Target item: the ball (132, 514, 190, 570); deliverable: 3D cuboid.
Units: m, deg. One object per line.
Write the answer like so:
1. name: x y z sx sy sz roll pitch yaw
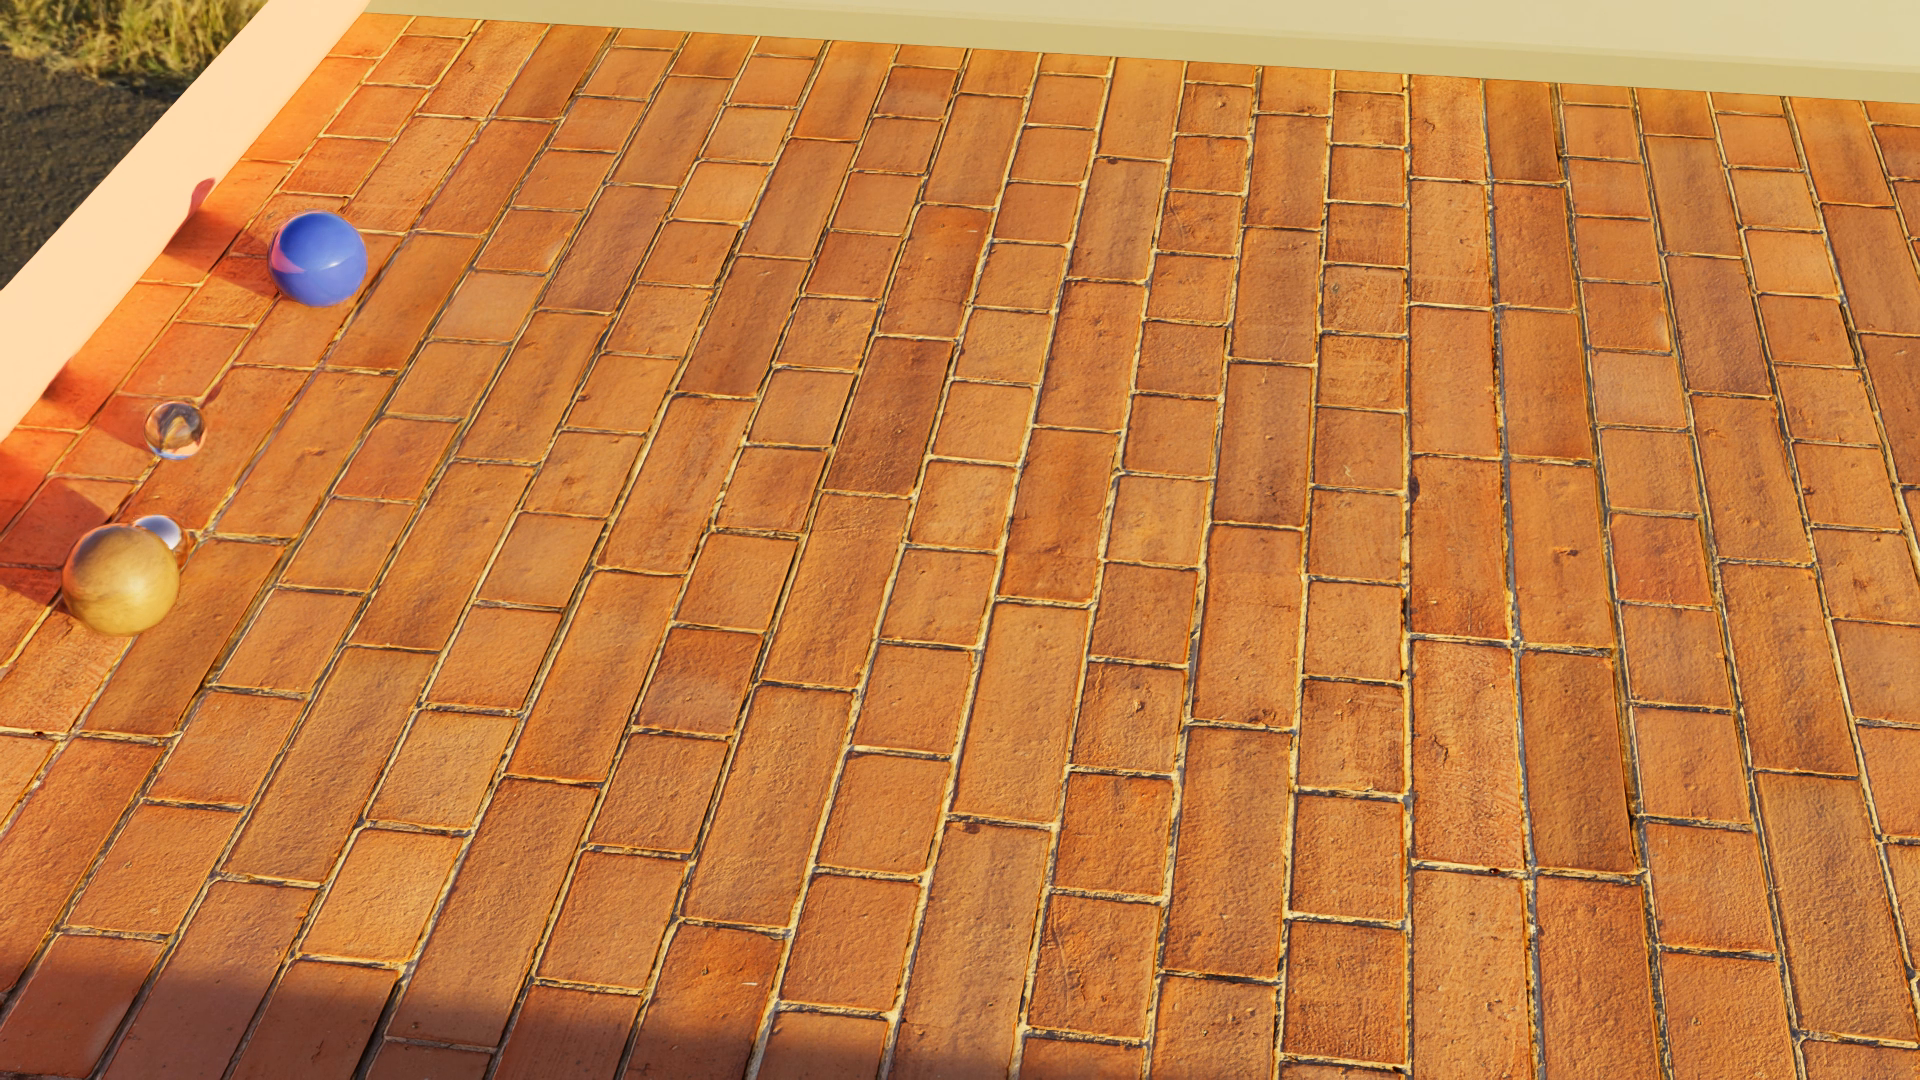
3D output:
1. ball: -0.605 0.005 1.931 0.049 0.049 0.049 0 35 0

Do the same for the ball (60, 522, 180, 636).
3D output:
1. ball: -0.611 0.029 1.868 0.083 0.083 0.083 0 35 0

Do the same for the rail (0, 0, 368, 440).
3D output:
1. rail: -0.773 -0.083 2.003 0.045 0.110 1.930 5 35 7

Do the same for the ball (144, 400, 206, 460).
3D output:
1. ball: -0.632 -0.088 2.066 0.049 0.049 0.049 0 35 0

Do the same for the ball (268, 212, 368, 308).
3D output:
1. ball: -0.567 -0.247 2.265 0.085 0.085 0.085 0 35 0

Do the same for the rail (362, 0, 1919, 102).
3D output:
1. rail: 0.929 -0.485 2.584 3.216 0.110 0.045 5 35 7
